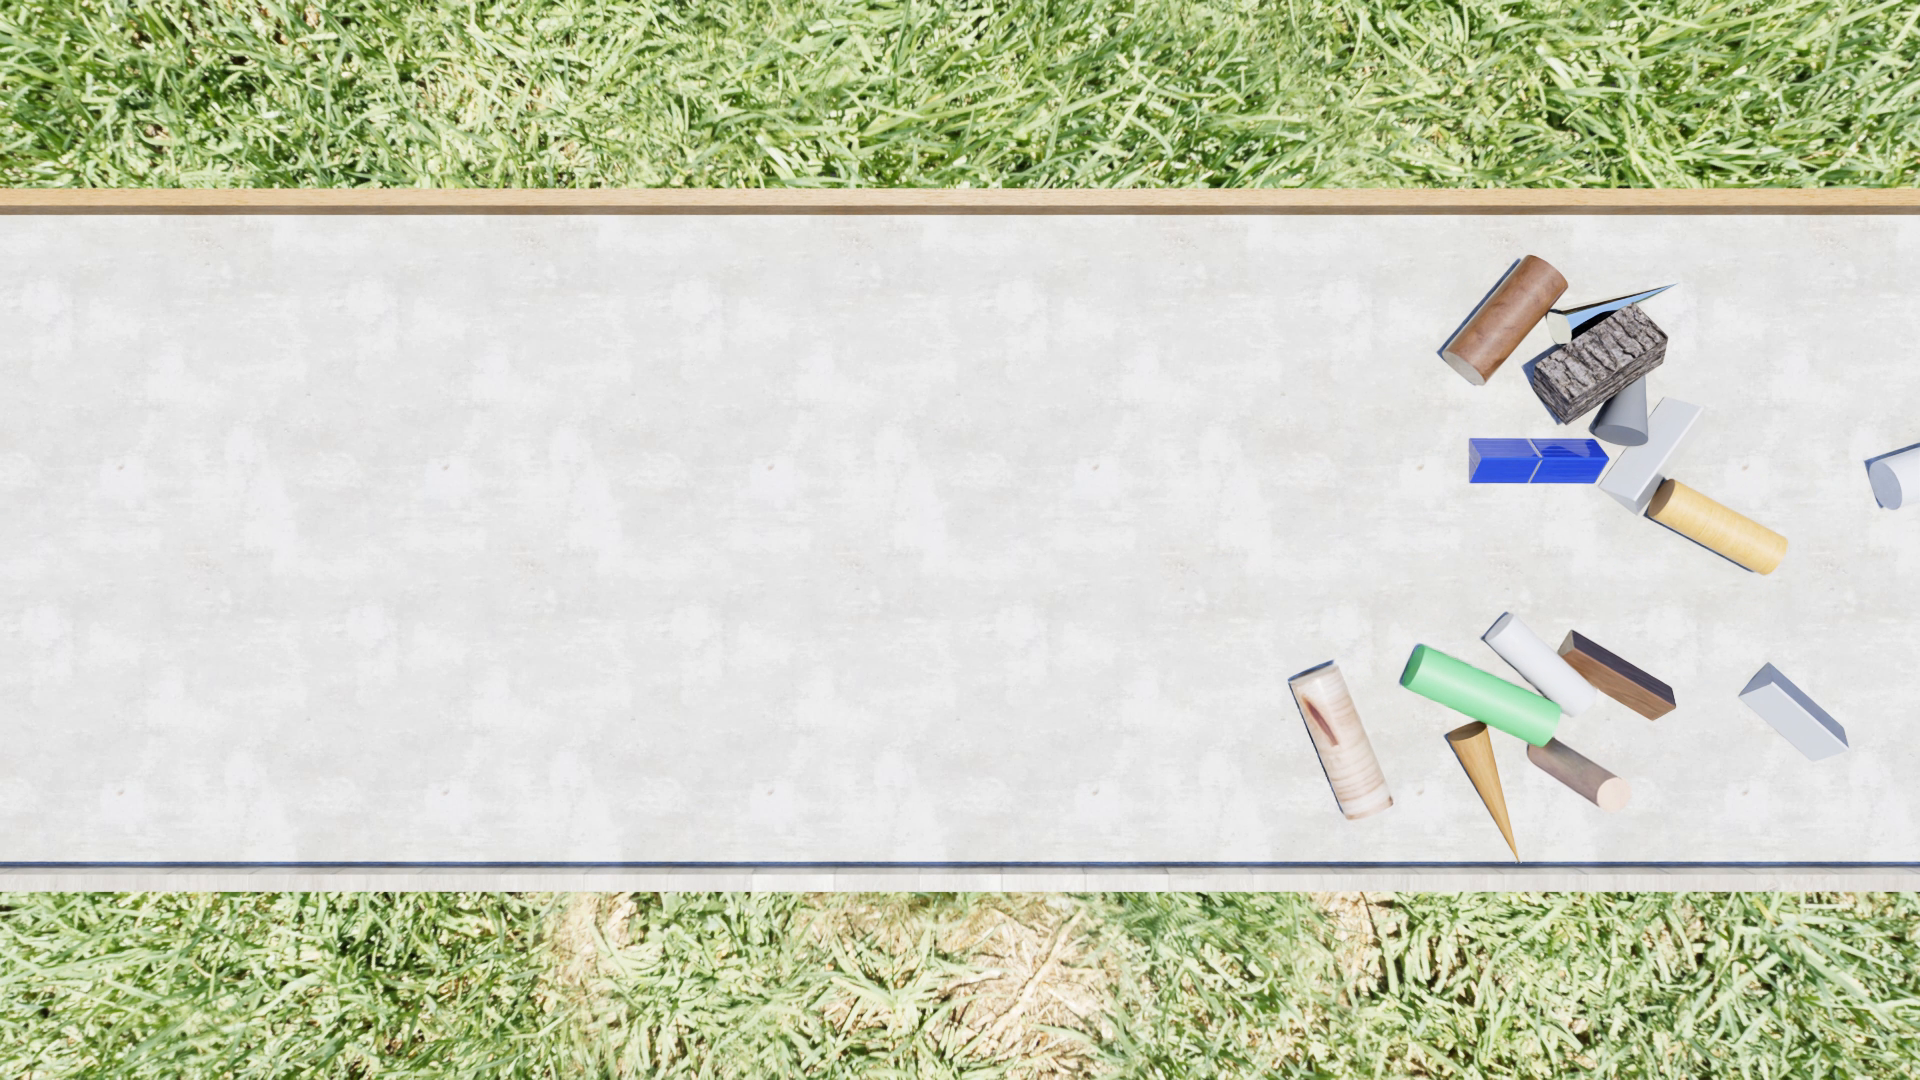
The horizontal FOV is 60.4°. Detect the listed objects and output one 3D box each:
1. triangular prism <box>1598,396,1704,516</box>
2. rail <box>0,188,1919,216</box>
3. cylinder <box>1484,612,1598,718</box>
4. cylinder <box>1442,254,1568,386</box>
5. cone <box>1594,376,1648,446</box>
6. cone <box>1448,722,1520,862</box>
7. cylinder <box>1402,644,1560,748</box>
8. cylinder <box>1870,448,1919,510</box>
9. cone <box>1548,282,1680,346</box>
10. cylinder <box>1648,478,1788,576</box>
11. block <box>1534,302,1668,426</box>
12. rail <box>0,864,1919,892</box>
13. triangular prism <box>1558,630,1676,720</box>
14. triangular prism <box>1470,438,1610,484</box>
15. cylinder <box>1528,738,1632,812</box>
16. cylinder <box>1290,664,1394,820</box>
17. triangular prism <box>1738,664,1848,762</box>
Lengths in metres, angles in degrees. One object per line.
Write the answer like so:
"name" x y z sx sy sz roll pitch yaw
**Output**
"triangular prism" 2.125 -0.258 5.008 0.149 0.129 0.346 37 90 0
"rail" -2.247 -1.025 5.002 12.000 0.150 0.050 0 90 0
"cylinder" 1.767 0.381 5.018 0.345 0.117 0.117 42 90 0
"cylinder" 1.650 -0.665 4.996 0.161 0.161 0.384 41 90 0
"cone" 2.055 -0.469 5.038 0.155 0.155 0.331 18 77 0
"cone" 1.634 0.791 5.046 0.122 0.122 0.460 -24 98 0
"cylinder" 1.579 0.473 5.001 0.445 0.143 0.143 24 90 1
"cylinder" 2.959 -0.215 4.998 0.325 0.158 0.158 -18 90 0
"cone" 2.020 -0.719 5.046 0.427 0.123 0.123 -20 90 -8
"cylinder" 2.300 -0.040 5.010 0.383 0.134 0.134 28 90 0
"block" 1.927 -0.530 4.970 0.350 0.157 0.157 -33 61 0
"rail" -2.247 1.025 5.001 12.000 0.150 0.050 0 90 0
"triangular prism" 2.004 0.416 5.022 0.358 0.103 0.118 30 90 0
"triangular prism" 1.759 -0.244 5.014 0.386 0.118 0.137 0 90 0
"cylinder" 1.821 0.685 4.864 0.103 0.413 0.103 -1 100 -8
"cylinder" 1.158 0.611 4.999 0.155 0.155 0.445 -22 90 0
"triangular prism" 2.554 0.529 5.013 0.306 0.121 0.140 41 90 0
